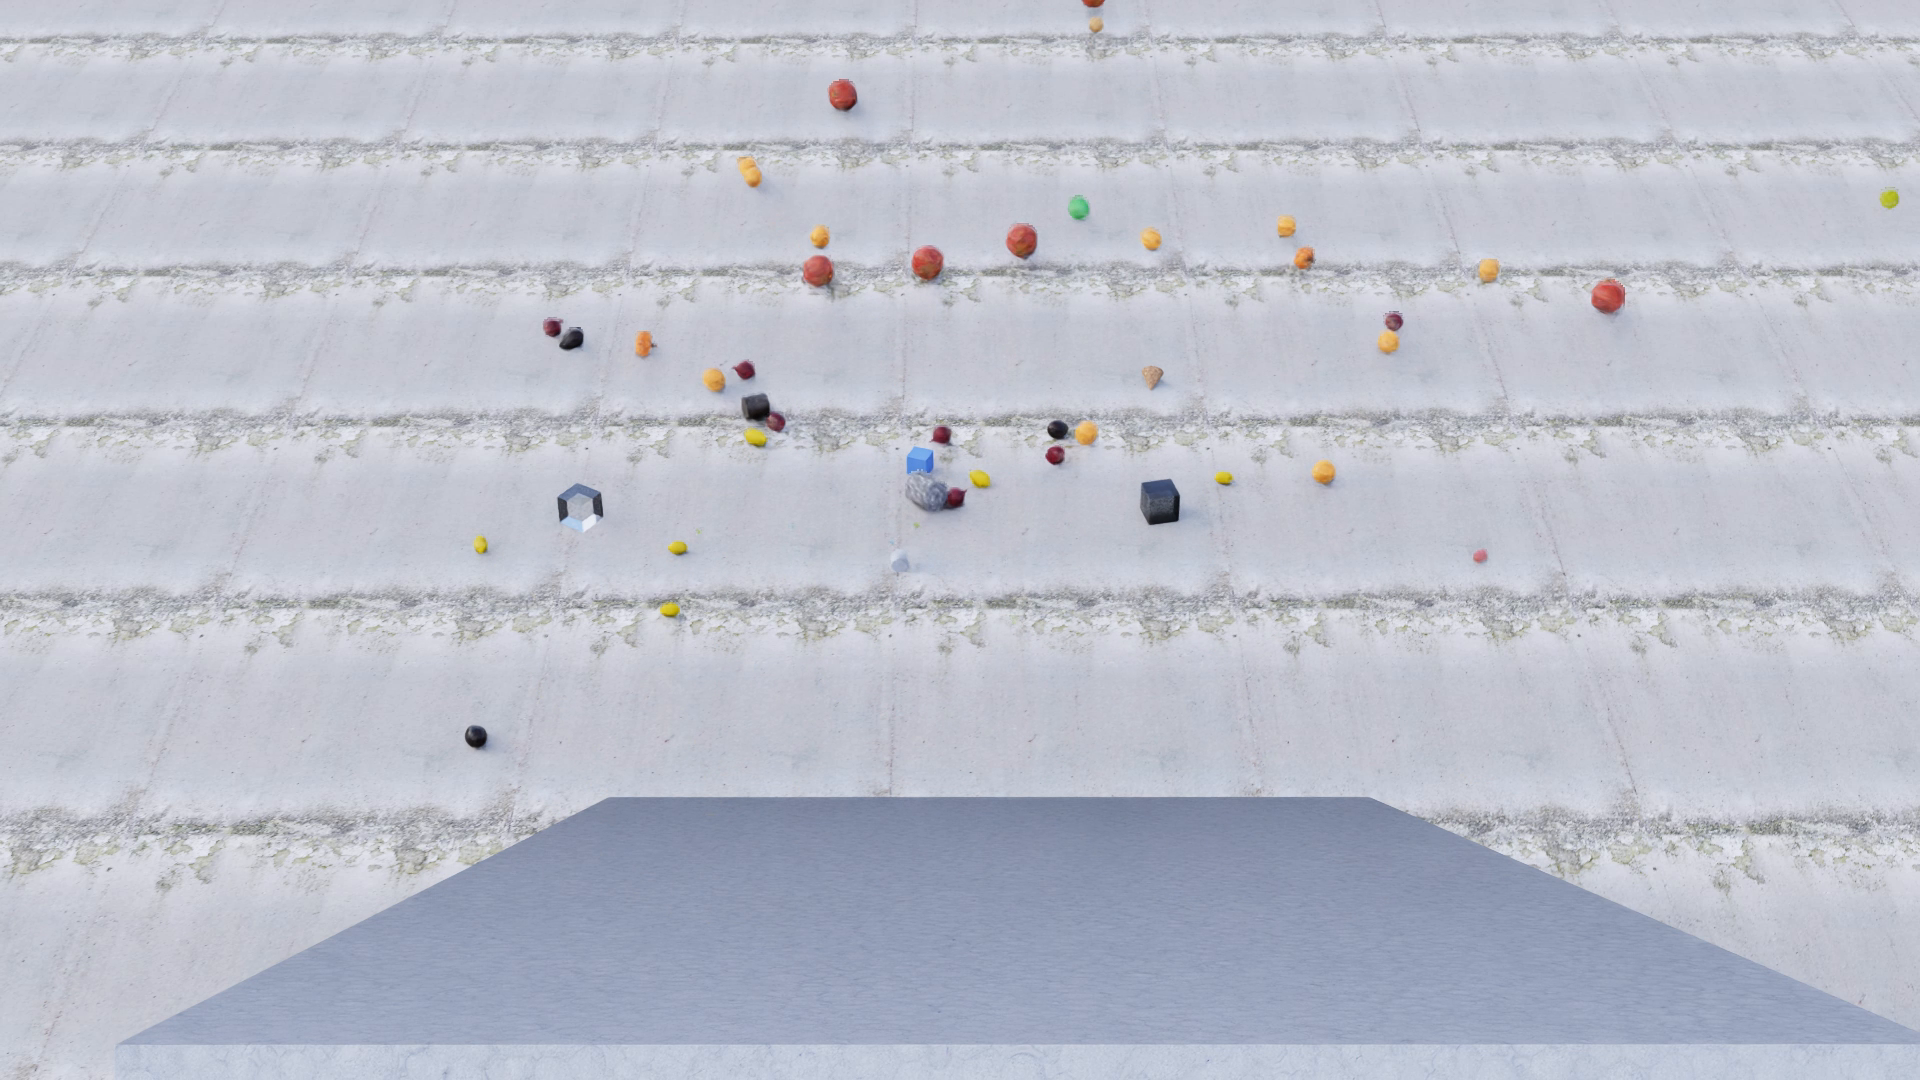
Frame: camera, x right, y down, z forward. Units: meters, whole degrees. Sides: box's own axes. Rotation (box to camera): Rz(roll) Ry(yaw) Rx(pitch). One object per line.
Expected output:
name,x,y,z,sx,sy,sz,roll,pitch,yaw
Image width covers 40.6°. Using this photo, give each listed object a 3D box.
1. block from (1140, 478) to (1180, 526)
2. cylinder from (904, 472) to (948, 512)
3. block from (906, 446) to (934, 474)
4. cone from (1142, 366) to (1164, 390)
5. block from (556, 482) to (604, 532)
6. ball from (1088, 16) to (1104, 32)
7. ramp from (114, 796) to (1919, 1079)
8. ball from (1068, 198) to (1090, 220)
block,0.618,-0.118,8.024,0.096,0.096,0.096,-8,36,-11
cylinder,-0.105,-0.148,8.062,0.096,0.096,0.096,-25,38,-31
block,-0.126,-0.247,8.235,0.066,0.066,0.066,13,37,17
cone,0.640,-0.529,8.667,0.074,0.074,0.074,4,62,6
block,-1.169,-0.100,8.000,0.096,0.096,0.096,21,40,27
ball,0.577,-2.183,11.006,0.066,0.066,0.066,0,35,0
ramp,0.077,0.663,4.832,2.000,0.100,4.000,0,-2,0
ball,0.440,-1.228,9.628,0.078,0.078,0.078,0,35,0
